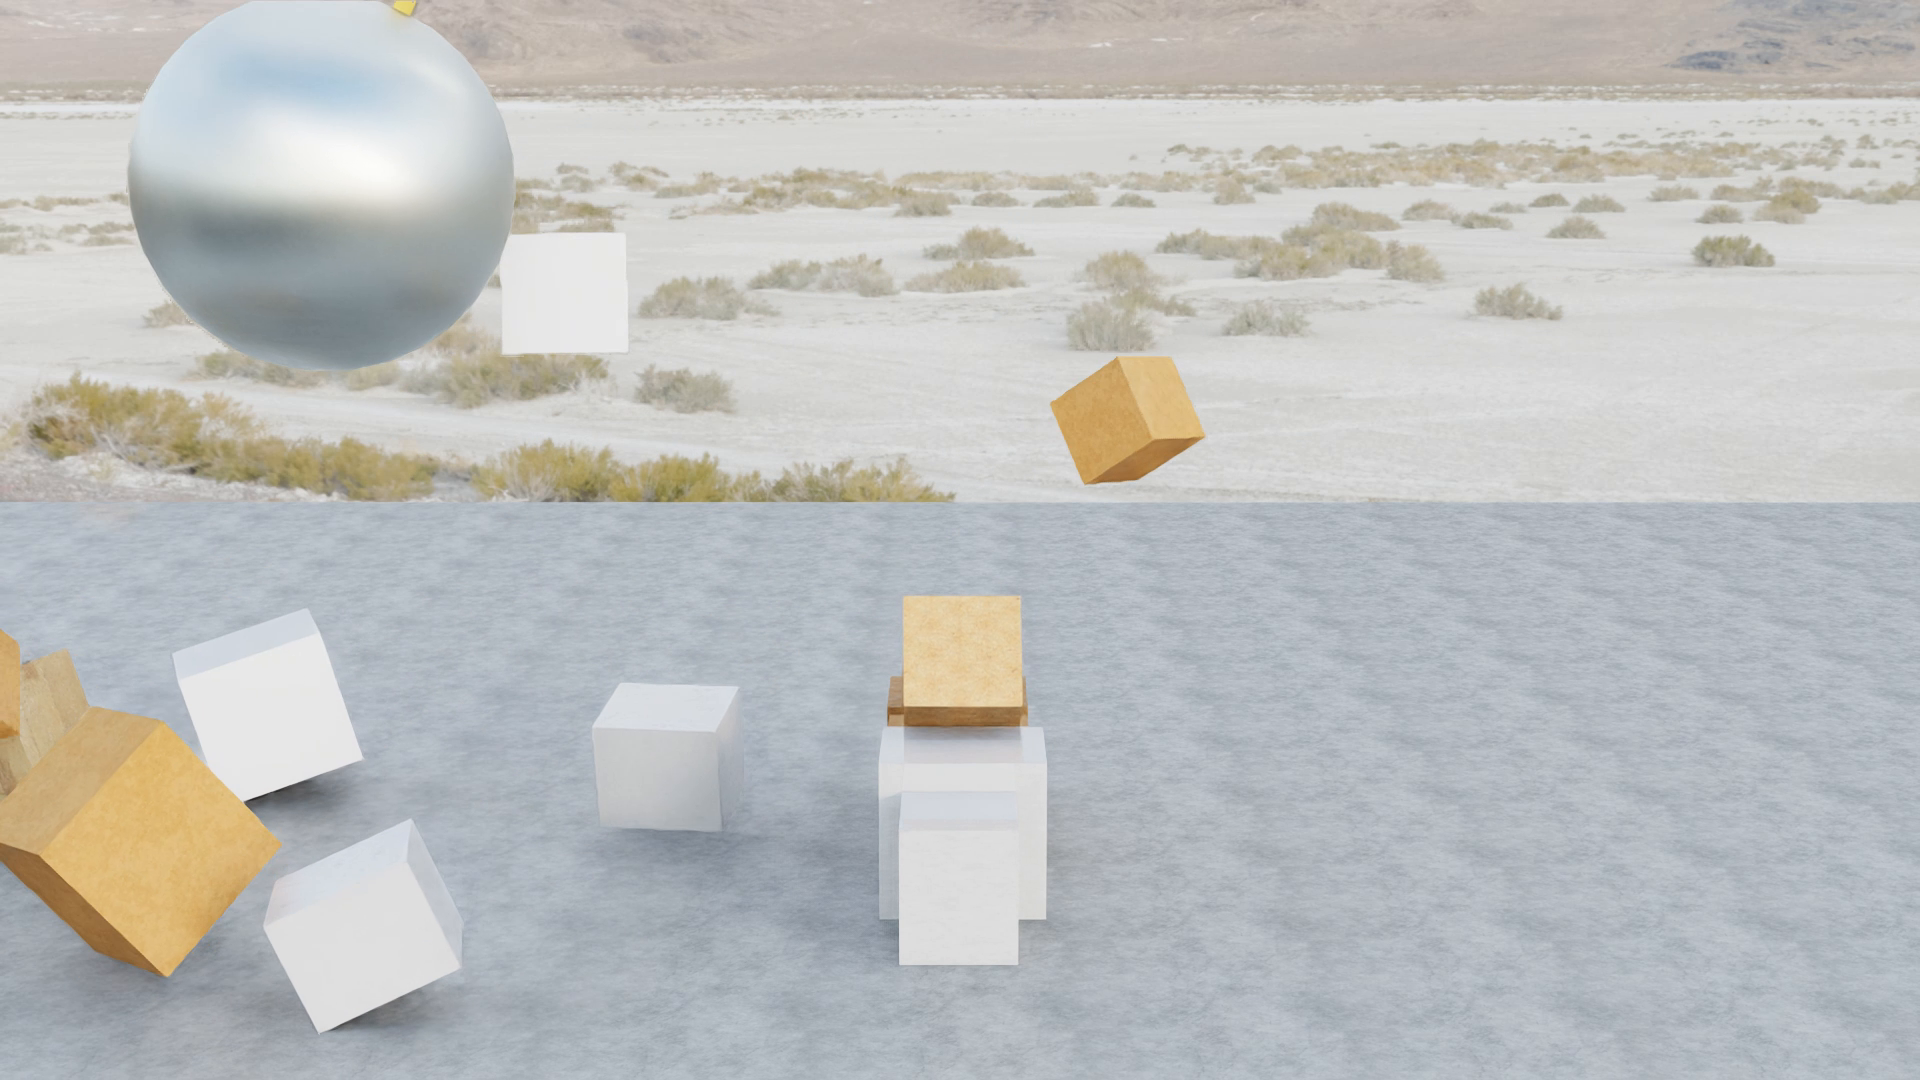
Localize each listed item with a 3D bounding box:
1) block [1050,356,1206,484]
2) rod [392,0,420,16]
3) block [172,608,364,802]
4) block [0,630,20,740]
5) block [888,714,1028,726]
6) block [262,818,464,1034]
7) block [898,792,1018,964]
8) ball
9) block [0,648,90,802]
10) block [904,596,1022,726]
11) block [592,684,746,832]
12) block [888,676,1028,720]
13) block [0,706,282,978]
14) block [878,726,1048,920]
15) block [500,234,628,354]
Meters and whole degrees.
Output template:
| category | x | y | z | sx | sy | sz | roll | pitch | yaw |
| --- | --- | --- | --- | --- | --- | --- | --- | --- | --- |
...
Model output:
| category | x | y | z | sx | sy | sz | roll | pitch | yaw |
| --- | --- | --- | --- | --- | --- | --- | --- | --- | --- |
| block | 0.780 | -0.558 | 11.938 | 0.453 | 0.424 | 0.414 | -33 | -18 | 38 |
| rod | -1.170 | -4.504 | 10.361 | 0.080 | 5.200 | 0.080 | 26 | 9 | -5 |
| block | -3.433 | 0.819 | 12.704 | 0.693 | 0.669 | 0.687 | -19 | 14 | -15 |
| block | -4.619 | 0.638 | 11.582 | 0.517 | 0.477 | 0.501 | -16 | -30 | 6 |
| block | -0.007 | 1.149 | 11.671 | 0.641 | 0.563 | 0.654 | 0 | 10 | 0 |
| block | -2.253 | 1.456 | 9.736 | 0.570 | 0.465 | 0.550 | -25 | 13 | -5 |
| block | -0.005 | 1.373 | 10.460 | 0.475 | 0.557 | 0.551 | 0 | 10 | 0 |
| ball | -2.699 | -1.517 | 10.905 | 1.600 | 1.600 | 1.600 | 0 | 10 | 0 |
| block | -4.612 | 0.936 | 12.354 | 0.595 | 0.576 | 0.612 | -17 | 6 | 14 |
| block | 0.007 | 0.568 | 11.379 | 0.513 | 0.502 | 0.501 | 0 | -20 | -1 |
| block | -1.378 | 1.031 | 12.206 | 0.588 | 0.520 | 0.503 | 1 | 21 | 8 |
| block | -0.011 | 1.017 | 12.302 | 0.656 | 0.598 | 0.615 | 0 | 10 | 0 |
| block | -3.283 | 1.182 | 10.135 | 0.623 | 0.737 | 0.679 | 4 | 48 | 47 |
| block | 0.013 | 1.208 | 11.031 | 0.701 | 0.677 | 0.609 | 0 | 10 | 0 |
| block | -1.865 | -1.158 | 12.107 | 0.574 | 0.549 | 0.570 | -1 | 4 | -8 |
